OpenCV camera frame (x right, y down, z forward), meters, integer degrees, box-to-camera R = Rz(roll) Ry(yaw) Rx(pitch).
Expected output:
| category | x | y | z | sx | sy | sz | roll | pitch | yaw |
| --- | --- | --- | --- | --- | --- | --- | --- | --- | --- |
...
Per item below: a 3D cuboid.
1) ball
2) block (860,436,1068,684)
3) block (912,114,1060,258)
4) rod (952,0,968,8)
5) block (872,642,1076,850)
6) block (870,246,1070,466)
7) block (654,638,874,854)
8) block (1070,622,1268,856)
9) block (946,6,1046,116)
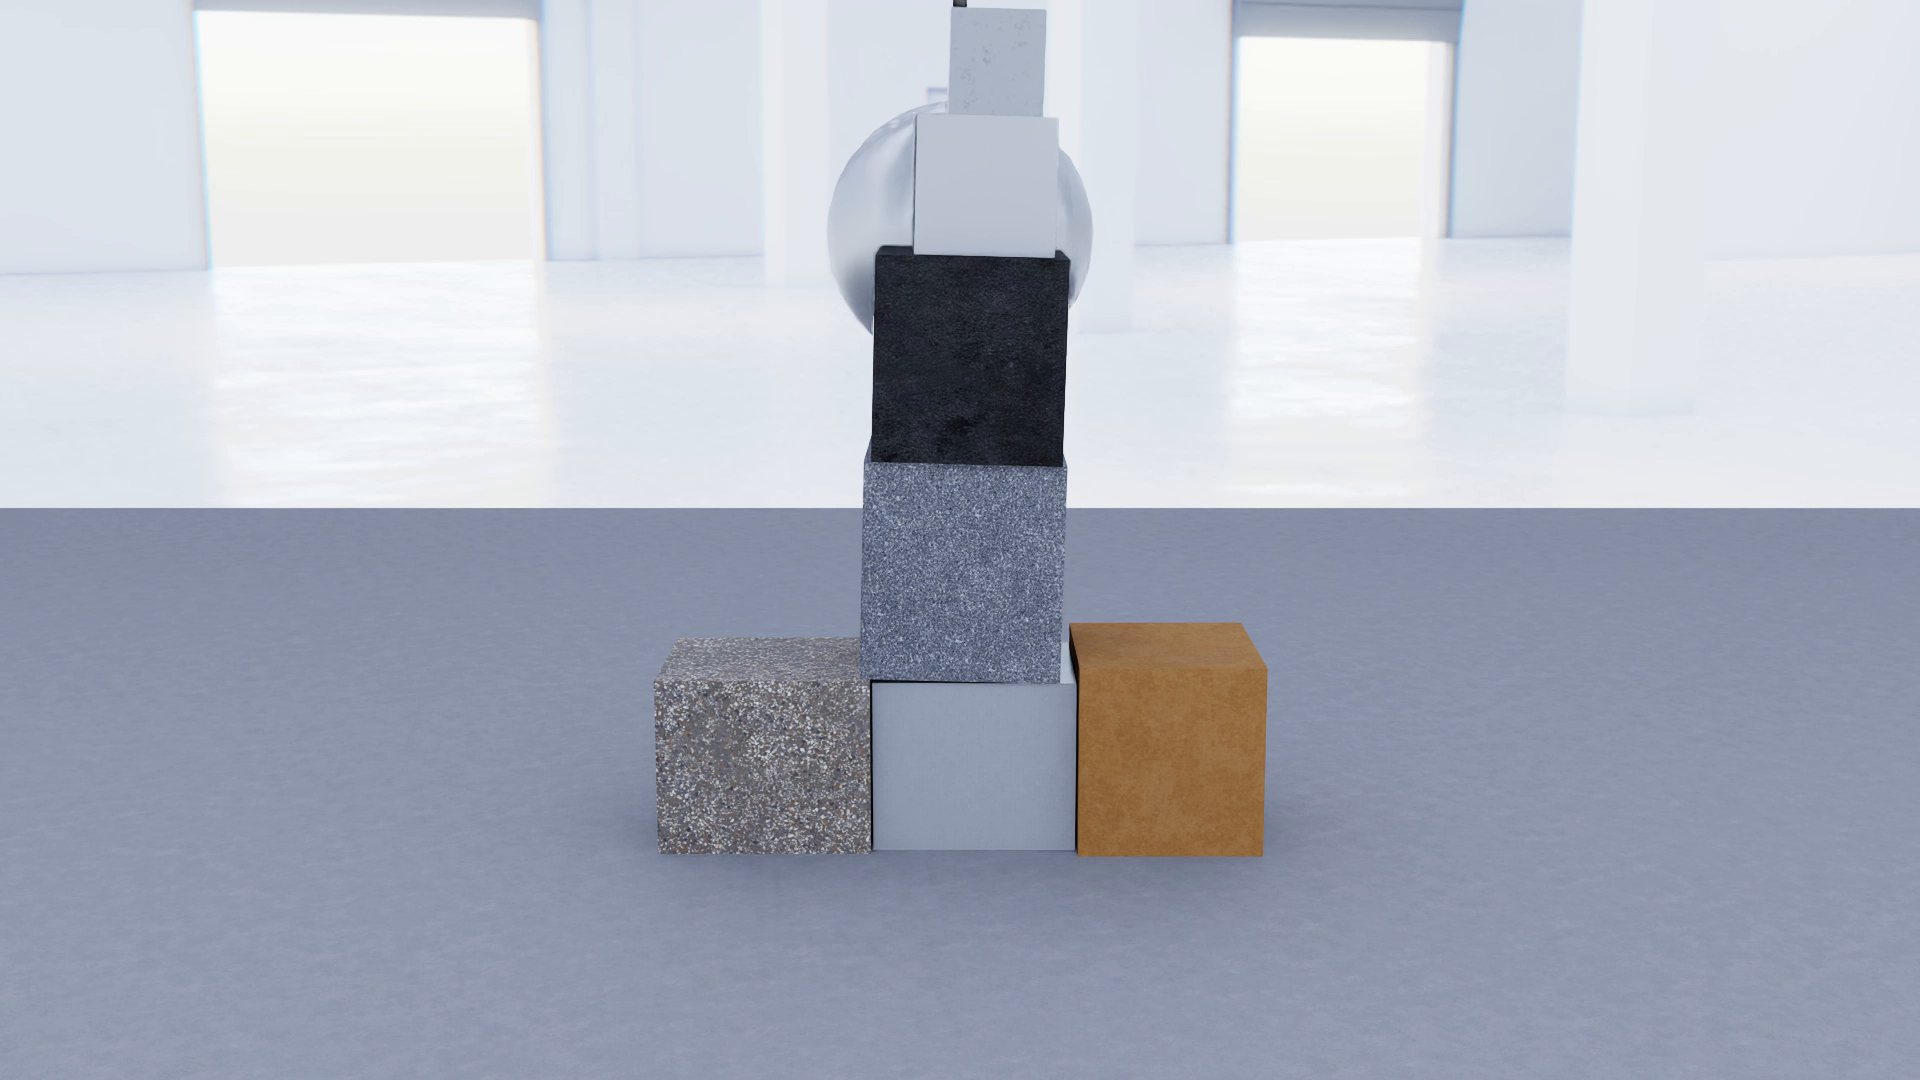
| category | x | y | z | sx | sy | sz | roll | pitch | yaw |
| --- | --- | --- | --- | --- | --- | --- | --- | --- | --- |
| ball | 0.000 | -1.823 | 13.182 | 1.600 | 1.600 | 1.600 | 0 | 10 | 0 |
| block | 0.013 | 0.080 | 11.211 | 0.990 | 1.086 | 0.938 | 2 | 10 | 0 |
| block | 0.115 | -1.750 | 10.831 | 0.677 | 0.665 | 0.630 | 1 | 10 | -2 |
| rod | 0.000 | -4.681 | 11.340 | 0.080 | 5.200 | 0.080 | 0 | 33 | 0 |
| block | 0.071 | 1.051 | 11.386 | 1.010 | 0.859 | 0.896 | 0 | 10 | 0 |
| block | 0.047 | -0.939 | 11.003 | 0.928 | 0.995 | 0.940 | 2 | 10 | 0 |
| block | -0.974 | 1.043 | 11.357 | 1.060 | 0.885 | 0.969 | 0 | 10 | 0 |
| block | 1.045 | 1.007 | 11.348 | 0.919 | 0.958 | 1.042 | 0 | 10 | 0 |
| block | 0.173 | -2.324 | 10.735 | 0.454 | 0.501 | 0.535 | 1 | 10 | -1 |
